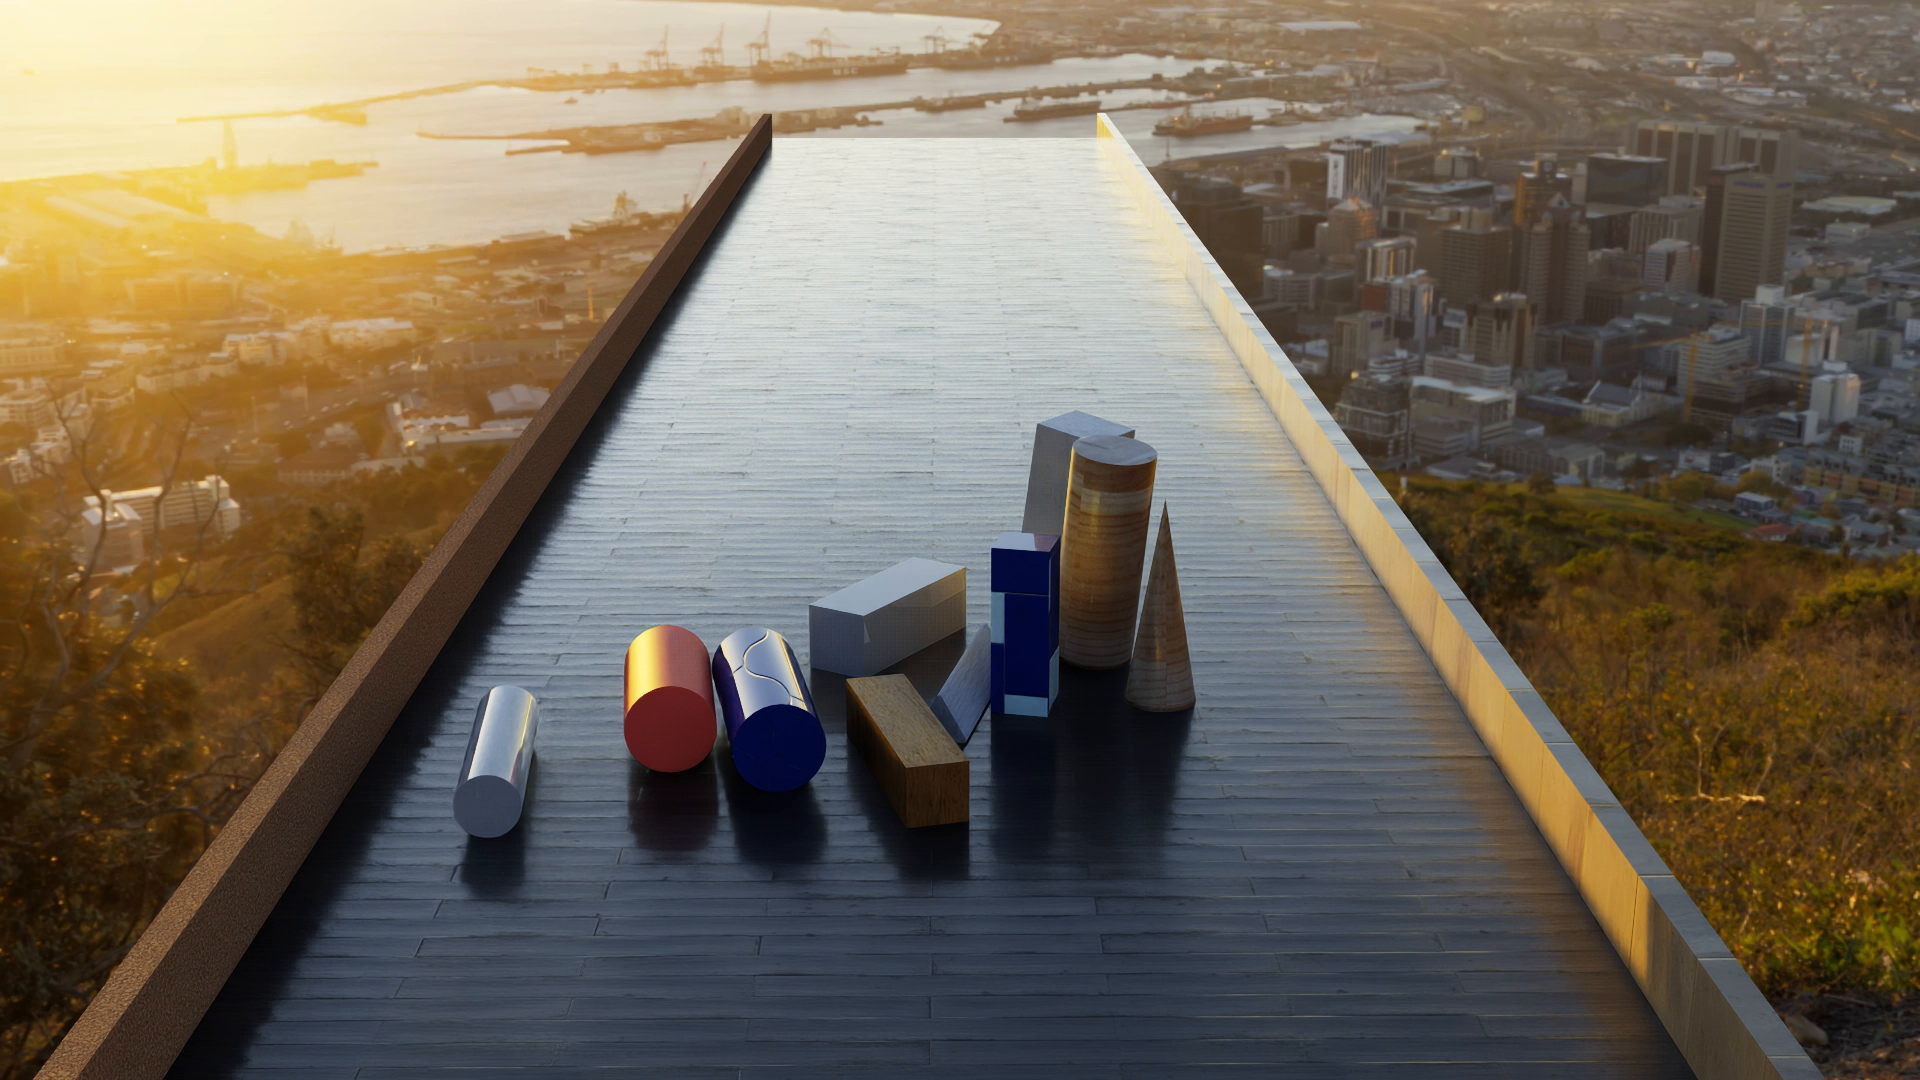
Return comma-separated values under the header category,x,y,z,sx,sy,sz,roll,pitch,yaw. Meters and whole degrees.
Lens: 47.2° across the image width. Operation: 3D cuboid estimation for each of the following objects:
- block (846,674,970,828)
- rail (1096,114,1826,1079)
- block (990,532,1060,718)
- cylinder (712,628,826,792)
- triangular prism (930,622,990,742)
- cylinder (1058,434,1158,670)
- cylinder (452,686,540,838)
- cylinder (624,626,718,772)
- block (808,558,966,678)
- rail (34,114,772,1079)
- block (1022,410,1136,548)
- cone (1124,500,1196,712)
category,x,y,z,sx,sy,sz,roll,pitch,yaw
block,-0.096,0.360,3.827,0.108,0.108,0.436,-5,17,-15
rail,0.932,-0.844,7.801,0.050,0.150,12.000,0,17,-1
block,0.123,0.158,4.130,0.109,0.323,0.109,4,17,13
cylinder,-0.347,0.298,3.943,0.161,0.161,0.412,-3,17,-11
triangular prism,0.006,0.263,4.181,0.100,0.087,0.419,3,17,11
cylinder,0.282,0.025,4.346,0.166,0.435,0.166,4,23,-2
cylinder,-0.792,0.374,3.775,0.111,0.111,0.419,-2,17,-6
cylinder,-0.527,0.284,3.986,0.161,0.161,0.329,-2,17,-8
block,-0.143,0.154,4.477,0.131,0.131,0.378,10,19,30
rail,-1.118,-0.838,7.780,0.050,0.150,12.000,0,17,-1
block,0.229,-0.027,4.516,0.146,0.439,0.146,21,25,30
cone,0.382,0.113,4.147,0.138,0.399,0.138,0,17,0
